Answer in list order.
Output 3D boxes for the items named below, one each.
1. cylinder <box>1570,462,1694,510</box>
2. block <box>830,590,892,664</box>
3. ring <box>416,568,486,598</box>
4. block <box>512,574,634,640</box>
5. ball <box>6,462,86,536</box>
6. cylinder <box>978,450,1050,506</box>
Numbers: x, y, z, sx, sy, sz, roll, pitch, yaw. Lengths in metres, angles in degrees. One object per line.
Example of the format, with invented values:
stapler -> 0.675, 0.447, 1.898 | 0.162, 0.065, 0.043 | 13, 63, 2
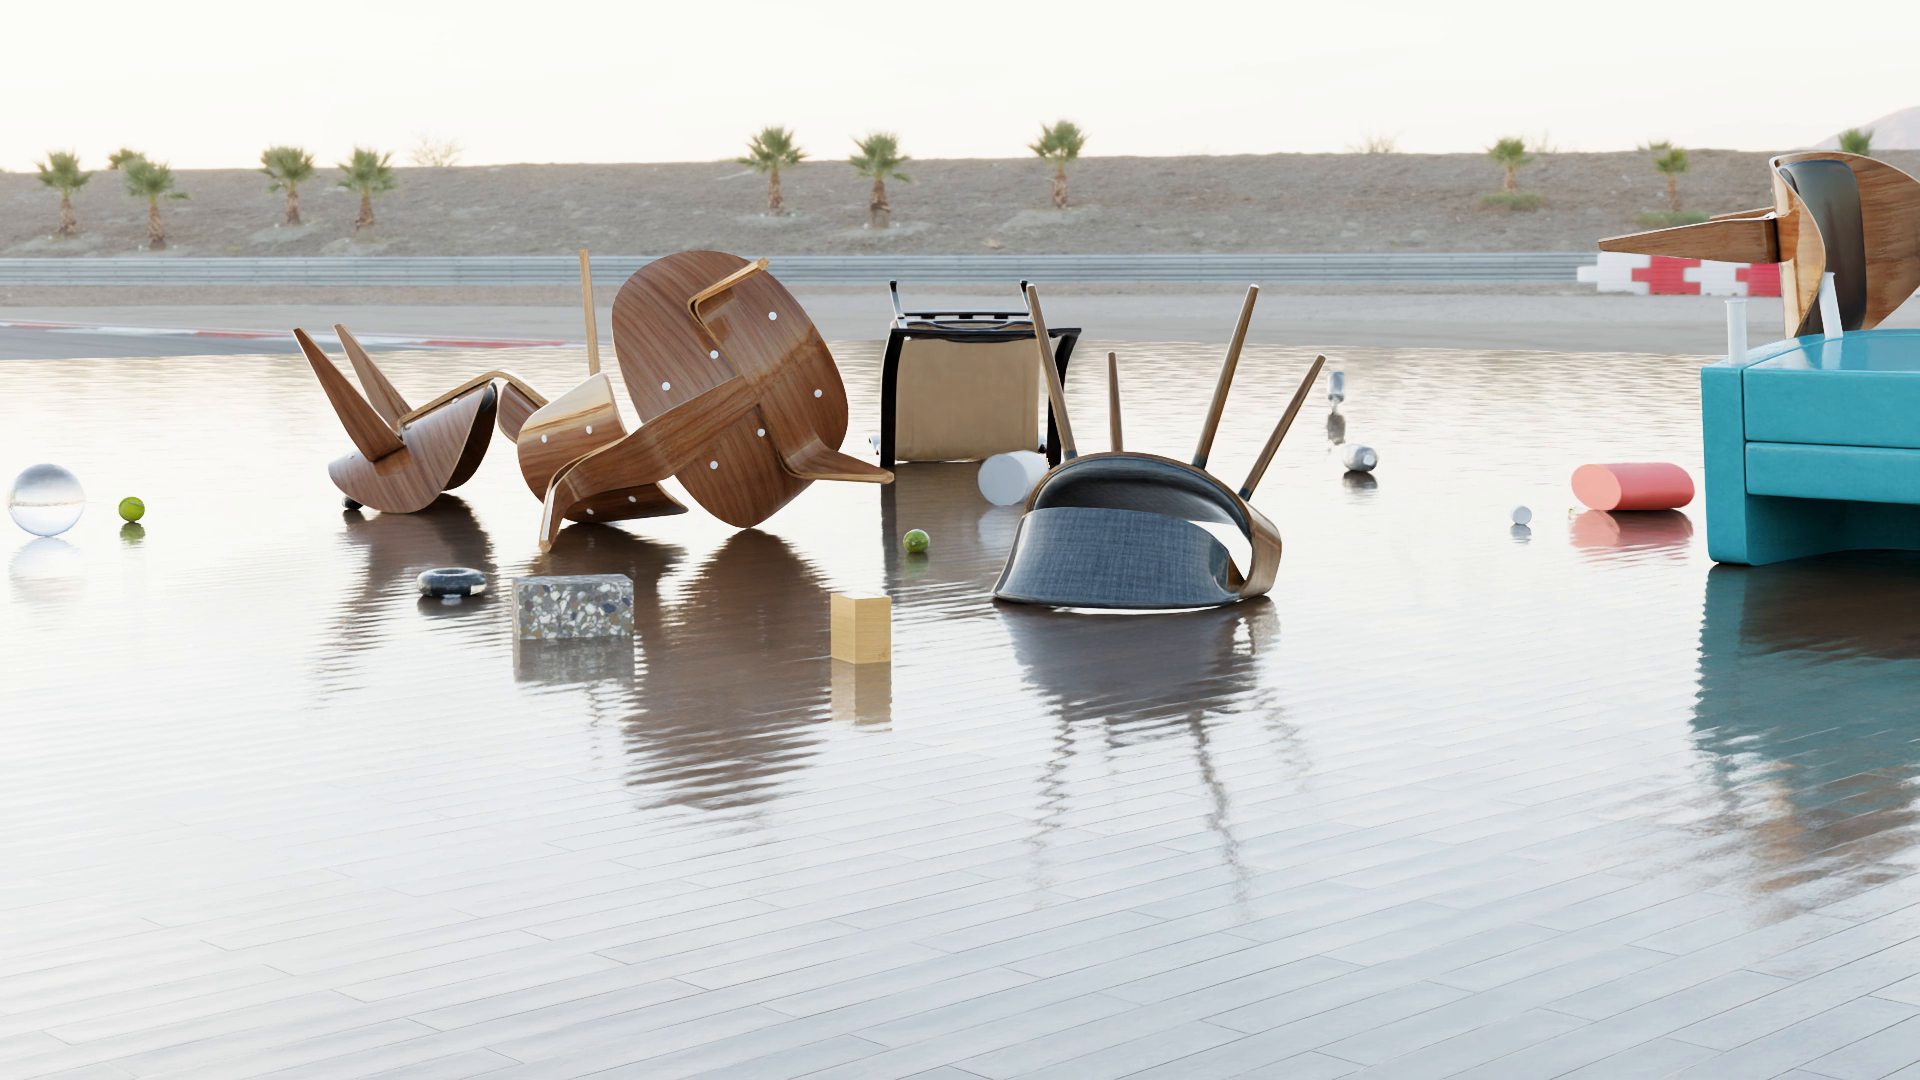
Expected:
cylinder -> 1.902, -0.153, 7.260 | 0.241, 0.129, 0.252 | -2, 10, -20
block -> -0.170, 0.150, 4.416 | 0.069, 0.111, 0.094 | -3, 7, -28
ring -> -1.053, 0.089, 5.315 | 0.144, 0.049, 0.159 | -4, 8, -26
block -> -0.717, 0.122, 4.746 | 0.209, 0.099, 0.127 | -2, 6, -16
ball -> -2.310, -0.102, 6.483 | 0.188, 0.188, 0.188 | 0, 6, 0
cylinder -> 0.157, -0.179, 7.418 | 0.155, 0.150, 0.175 | 14, 11, 22
